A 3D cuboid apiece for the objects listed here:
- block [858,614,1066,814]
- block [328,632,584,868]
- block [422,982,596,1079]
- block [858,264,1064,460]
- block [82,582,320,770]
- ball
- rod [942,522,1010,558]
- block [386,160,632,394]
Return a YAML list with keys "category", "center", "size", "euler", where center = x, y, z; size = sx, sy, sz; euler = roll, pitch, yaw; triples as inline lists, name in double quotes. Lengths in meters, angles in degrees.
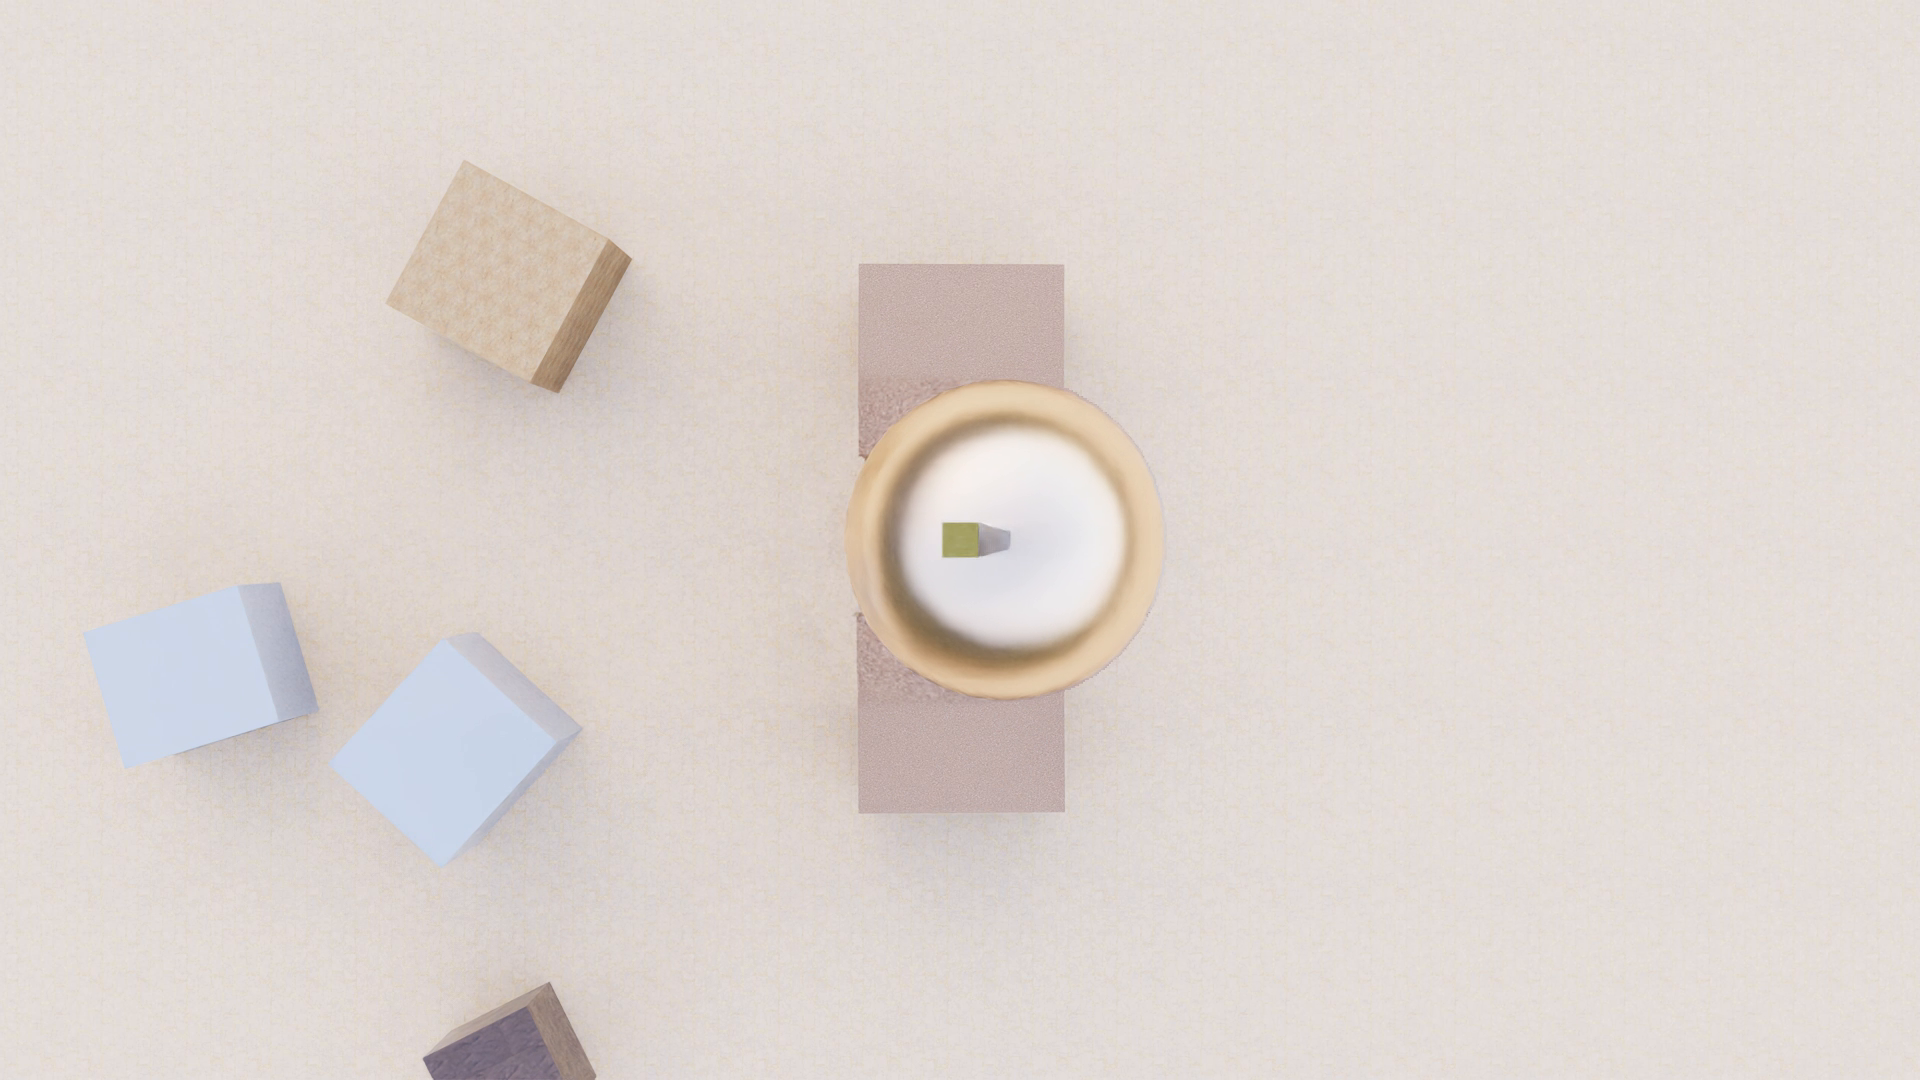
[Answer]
- category: "block"
  center: [0.006, 0.956, 12.528]
  size: [1.133, 0.944, 1.082]
  euler: [0, 90, 0]
- category: "block"
  center: [-2.859, 1.176, 12.571]
  size: [0.852, 0.859, 0.943]
  euler: [42, 90, 0]
- category: "block"
  center: [-2.579, 3.036, 12.656]
  size: [0.653, 0.688, 0.628]
  euler: [-27, 90, 0]
- category: "block"
  center: [0.007, -0.978, 12.450]
  size: [1.114, 1.099, 1.032]
  euler: [0, 90, 0]
- category: "block"
  center: [-4.329, 0.762, 12.610]
  size: [0.896, 0.780, 0.794]
  euler: [-17, 90, 0]
- category: "ball"
  center: [0.221, 0.000, 10.946]
  size: [1.600, 1.600, 1.600]
  euler: [0, 90, 0]
- category: "rod"
  center: [0.096, 0.000, 7.548]
  size: [0.080, 5.200, 0.080]
  euler: [0, 90, 2]
- category: "block"
  center: [-2.553, -1.482, 12.560]
  size: [0.909, 0.881, 0.908]
  euler: [29, 90, 0]
